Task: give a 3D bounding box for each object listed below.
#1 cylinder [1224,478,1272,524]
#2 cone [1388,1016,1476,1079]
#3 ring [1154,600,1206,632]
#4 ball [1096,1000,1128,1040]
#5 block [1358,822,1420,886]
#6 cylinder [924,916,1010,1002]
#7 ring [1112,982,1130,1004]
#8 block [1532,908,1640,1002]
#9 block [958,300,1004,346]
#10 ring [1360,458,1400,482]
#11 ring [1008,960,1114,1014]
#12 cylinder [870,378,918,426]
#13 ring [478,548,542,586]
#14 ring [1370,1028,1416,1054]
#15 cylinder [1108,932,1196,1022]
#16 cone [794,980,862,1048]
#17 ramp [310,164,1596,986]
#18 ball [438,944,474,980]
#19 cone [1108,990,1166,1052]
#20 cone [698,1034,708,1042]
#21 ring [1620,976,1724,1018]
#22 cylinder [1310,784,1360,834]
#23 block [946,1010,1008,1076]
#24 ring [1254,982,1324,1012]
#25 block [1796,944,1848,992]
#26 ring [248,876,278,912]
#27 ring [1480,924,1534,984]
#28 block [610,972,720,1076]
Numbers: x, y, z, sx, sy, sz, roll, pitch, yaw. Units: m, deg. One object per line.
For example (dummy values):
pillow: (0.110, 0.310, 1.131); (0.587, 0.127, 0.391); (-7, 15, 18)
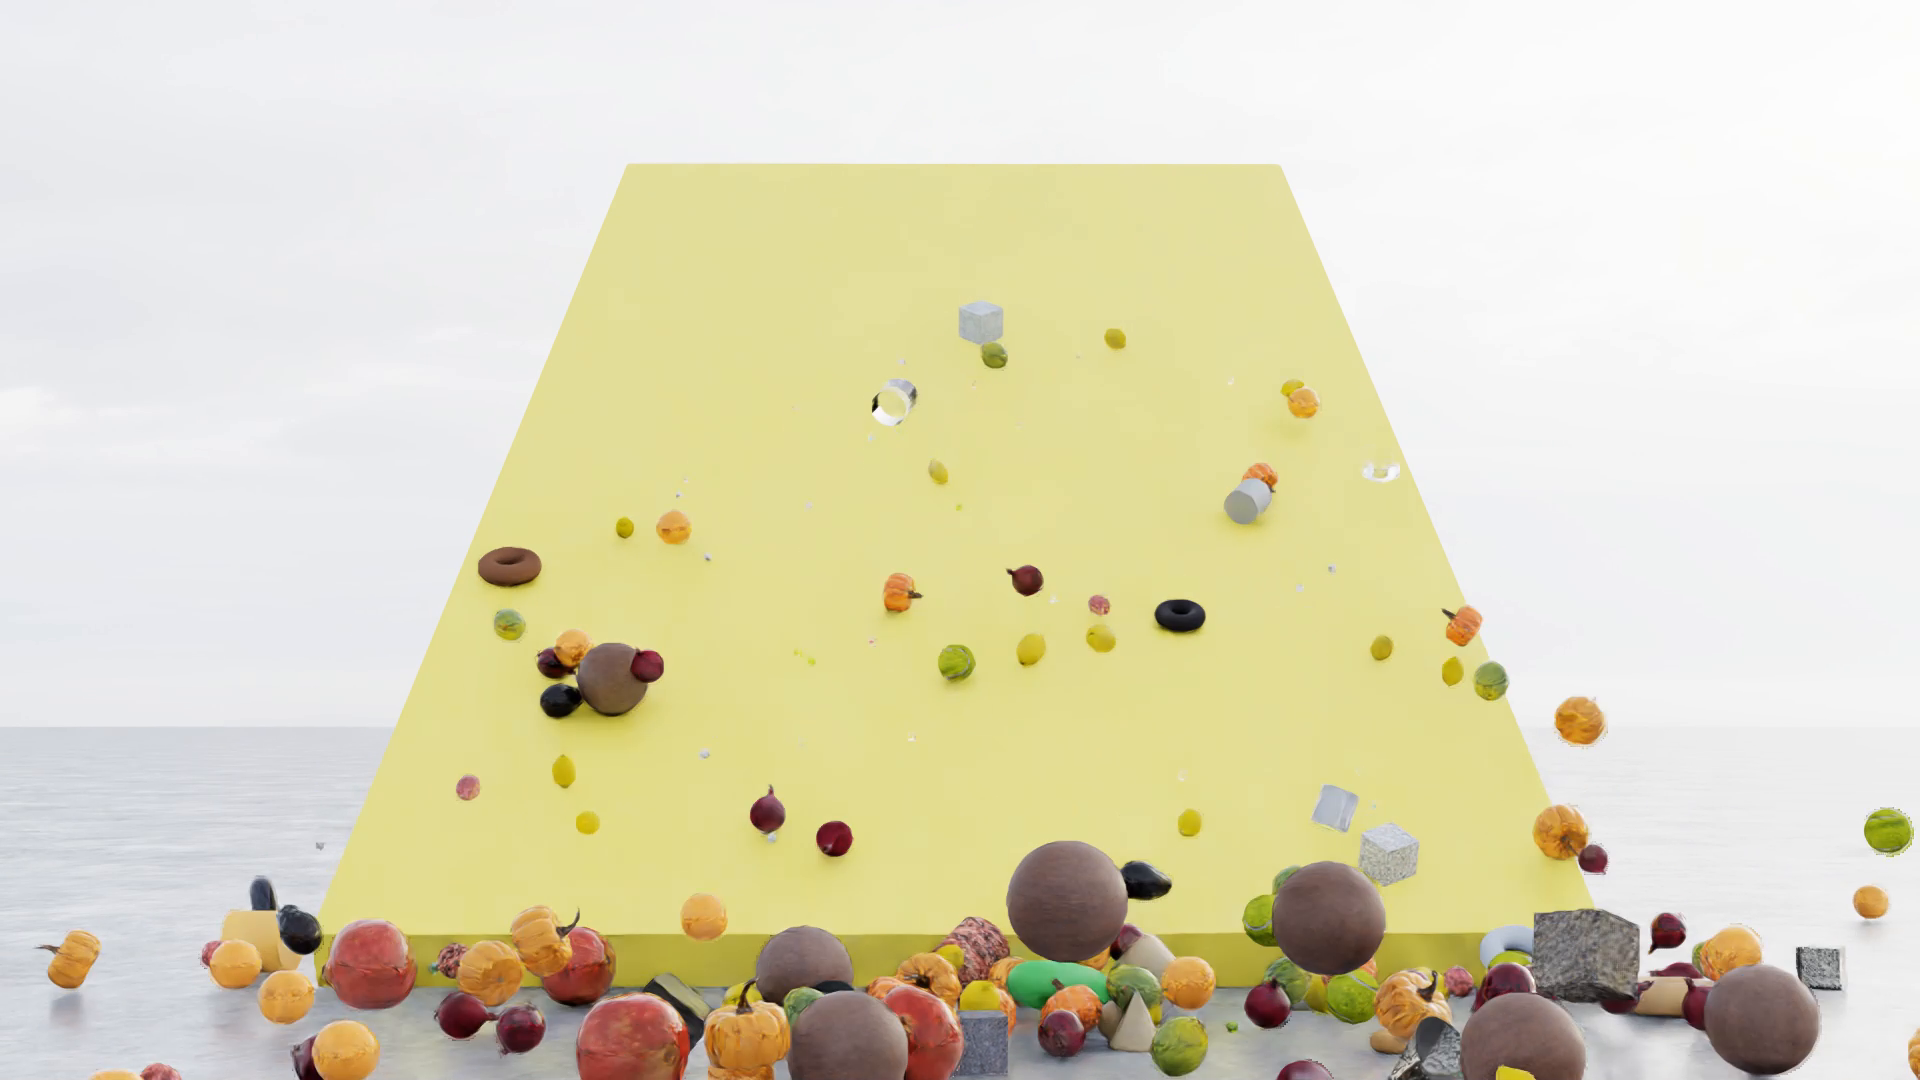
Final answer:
cylinder: (0.605, -0.081, 4.959); (0.076, 0.076, 0.076); (-3, 21, 33)
cone: (0.505, 0.595, 2.625); (0.097, 0.097, 0.097); (4, -33, -44)
ring: (0.425, 0.145, 4.546); (0.100, 0.033, 0.100); (1, 26, -1)
ball: (0.203, 0.622, 3.053); (0.054, 0.054, 0.054); (0, -4, 0)
block: (0.687, 0.503, 3.779); (0.065, 0.065, 0.065); (-15, 30, -28)
cylinder: (0.011, 0.620, 3.491); (0.091, 0.091, 0.091); (-4, 25, 42)
ring: (0.207, 0.659, 3.407); (0.105, 0.035, 0.105); (1, -3, 0)
block: (0.788, 0.523, 2.967); (0.094, 0.094, 0.094); (26, -28, -38)
block: (0.053, -0.544, 5.895); (0.079, 0.079, 0.079); (-23, 34, -39)
ring: (0.921, -0.153, 5.161); (0.087, 0.029, 0.087); (-1, 26, 0)
ring: (0.138, 0.615, 3.239); (0.149, 0.050, 0.149); (7, -23, 3)
cylinder: (-0.150, -0.318, 5.427); (0.086, 0.086, 0.086); (-2, 24, 21)
ring: (-0.901, 0.053, 4.716); (0.128, 0.043, 0.128); (1, 25, 0)
ring: (0.554, 0.629, 2.957); (0.078, 0.026, 0.078); (0, -6, 0)
cylinder: (0.266, 0.604, 3.260); (0.085, 0.085, 0.085); (45, 14, 21)
cone: (-0.155, 0.628, 3.047); (0.091, 0.091, 0.091); (-2, -31, 19)
ramp: (-0.010, -0.228, 5.455); (2.000, 0.100, 4.000); (0, 26, 0)
ball: (-0.756, 0.631, 3.533); (0.053, 0.053, 0.053); (0, -4, 0)
cone: (0.224, 0.606, 2.992); (0.074, 0.074, 0.074); (0, -3, 0)
cone: (-0.344, 0.631, 3.026); (0.067, 0.067, 0.067); (-4, -31, 42)
ring: (1.007, 0.647, 3.341); (0.146, 0.049, 0.146); (2, -5, 0)
cylinder: (0.597, 0.428, 3.755); (0.063, 0.063, 0.063); (21, -8, 3)
block: (0.020, 0.595, 2.791); (0.067, 0.067, 0.067); (0, -4, -6)
ring: (0.474, 0.659, 3.406); (0.100, 0.033, 0.100); (1, -3, 0)
block: (1.340, 0.664, 3.665); (0.064, 0.064, 0.064); (-2, -5, 29)
ring: (-1.205, 0.652, 4.100); (0.045, 0.136, 0.136); (-11, -1, -17)
ring: (0.844, 0.626, 3.564); (0.117, 0.039, 0.117); (-1, 29, 1)
block: (-0.349, 0.573, 2.797); (0.081, 0.081, 0.081); (38, 1, 8)
